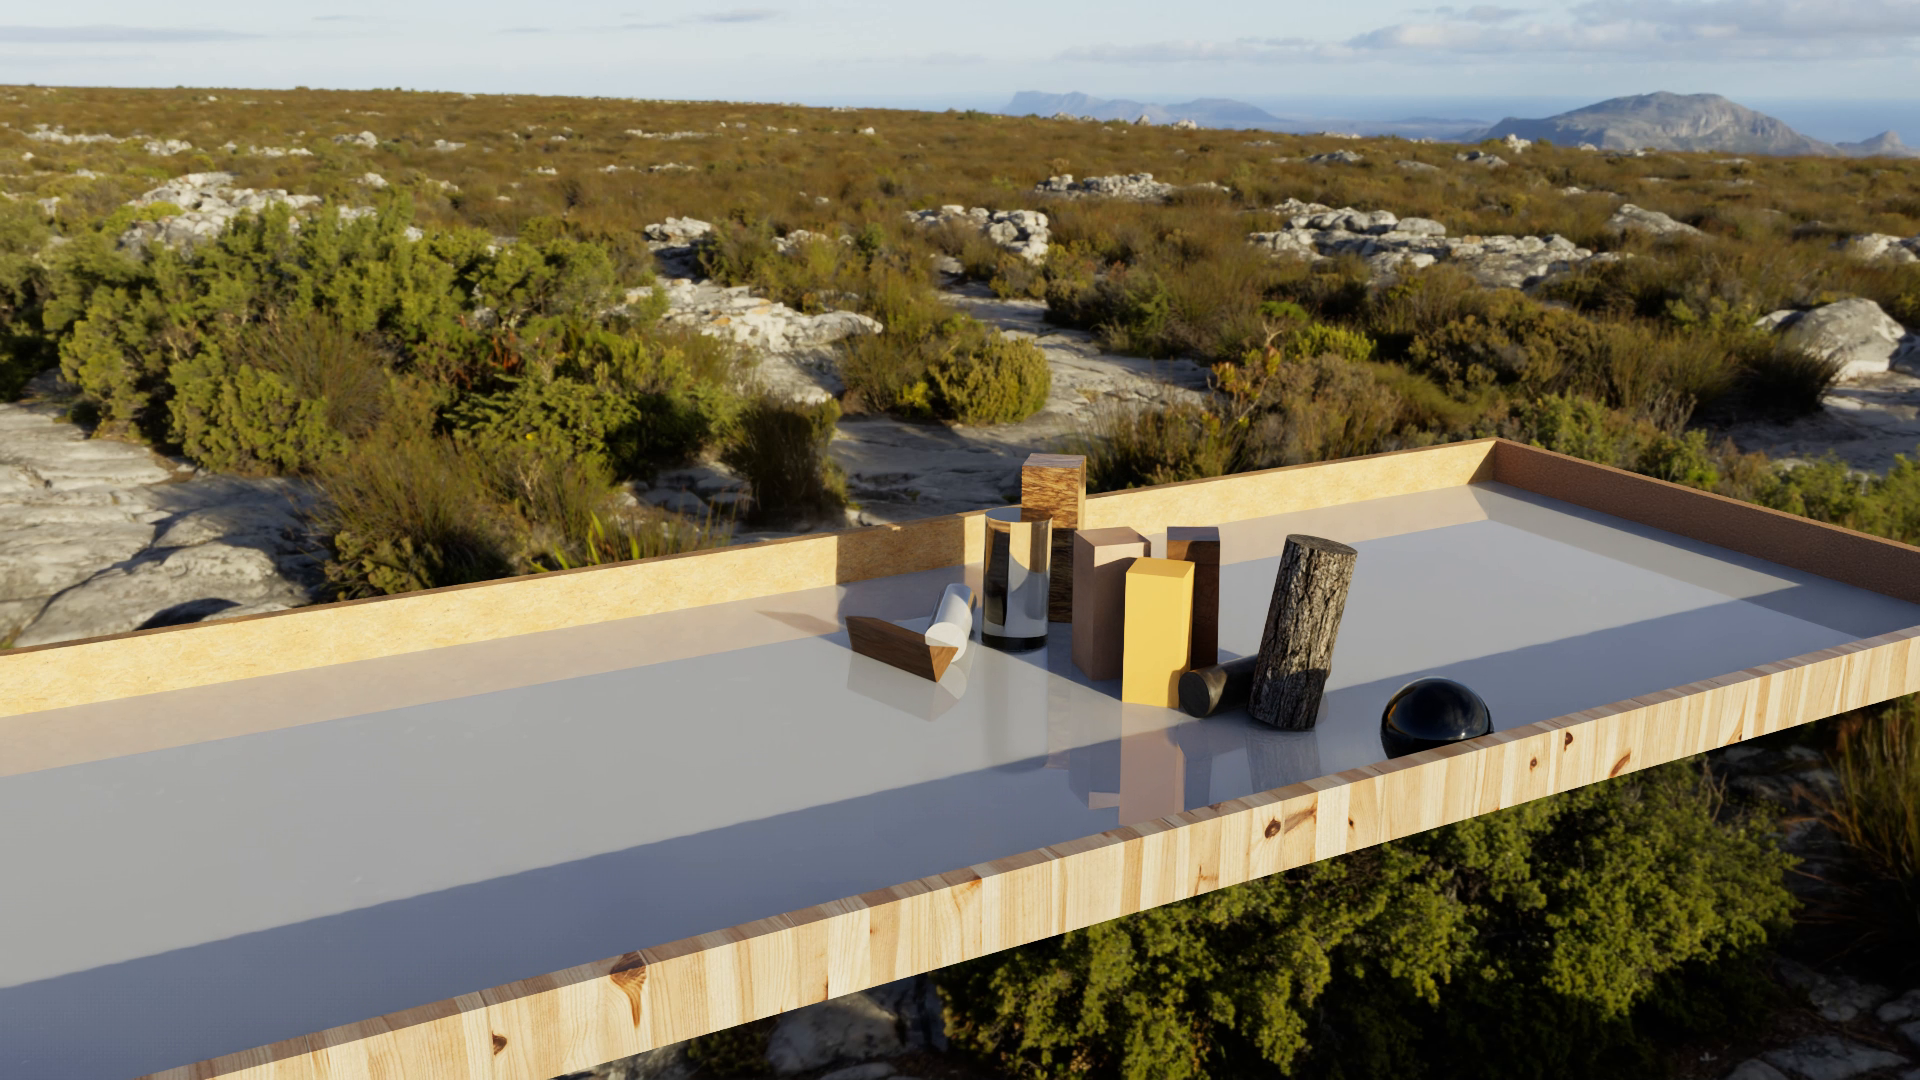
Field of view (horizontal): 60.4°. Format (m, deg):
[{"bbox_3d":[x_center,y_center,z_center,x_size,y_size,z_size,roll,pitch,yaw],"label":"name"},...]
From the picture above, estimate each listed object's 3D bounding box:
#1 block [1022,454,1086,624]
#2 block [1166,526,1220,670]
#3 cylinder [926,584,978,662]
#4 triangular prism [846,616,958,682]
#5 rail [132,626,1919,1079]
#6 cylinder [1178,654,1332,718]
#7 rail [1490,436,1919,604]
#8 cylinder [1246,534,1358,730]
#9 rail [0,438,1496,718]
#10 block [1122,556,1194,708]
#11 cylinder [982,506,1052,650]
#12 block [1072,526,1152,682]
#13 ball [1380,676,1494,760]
[{"bbox_3d":[0.260,-0.006,4.592,0.155,0.441,0.155,3,17,11],"label":"block"},{"bbox_3d":[0.579,0.165,4.120,0.128,0.377,0.128,1,16,6],"label":"block"},{"bbox_3d":[-0.023,0.219,4.414,0.111,0.111,0.330,1,16,5],"label":"cylinder"},{"bbox_3d":[-0.165,0.257,4.234,0.322,0.090,0.104,16,66,43],"label":"triangular prism"},{"bbox_3d":[-2.336,1.006,1.665,12.000,0.150,0.050,-9,18,-27],"label":"rail"},{"bbox_3d":[0.721,0.335,4.017,0.402,0.112,0.112,-11,20,-33],"label":"cylinder"},{"bbox_3d":[2.466,-0.048,5.253,0.050,0.150,2.100,-9,18,-27],"label":"rail"},{"bbox_3d":[0.794,0.212,3.841,0.165,0.422,0.165,10,13,-2],"label":"cylinder"},{"bbox_3d":[-3.305,0.497,3.399,12.000,0.150,0.050,-9,18,-27],"label":"rail"},{"bbox_3d":[0.483,0.223,4.011,0.138,0.329,0.138,5,17,18],"label":"block"},{"bbox_3d":[0.151,0.101,4.386,0.179,0.345,0.179,1,14,0],"label":"cylinder"},{"bbox_3d":[0.381,0.160,4.184,0.149,0.353,0.149,-5,17,-16],"label":"block"},{"bbox_3d":[1.023,0.411,3.538,0.236,0.236,0.236,0,16,0],"label":"ball"}]
